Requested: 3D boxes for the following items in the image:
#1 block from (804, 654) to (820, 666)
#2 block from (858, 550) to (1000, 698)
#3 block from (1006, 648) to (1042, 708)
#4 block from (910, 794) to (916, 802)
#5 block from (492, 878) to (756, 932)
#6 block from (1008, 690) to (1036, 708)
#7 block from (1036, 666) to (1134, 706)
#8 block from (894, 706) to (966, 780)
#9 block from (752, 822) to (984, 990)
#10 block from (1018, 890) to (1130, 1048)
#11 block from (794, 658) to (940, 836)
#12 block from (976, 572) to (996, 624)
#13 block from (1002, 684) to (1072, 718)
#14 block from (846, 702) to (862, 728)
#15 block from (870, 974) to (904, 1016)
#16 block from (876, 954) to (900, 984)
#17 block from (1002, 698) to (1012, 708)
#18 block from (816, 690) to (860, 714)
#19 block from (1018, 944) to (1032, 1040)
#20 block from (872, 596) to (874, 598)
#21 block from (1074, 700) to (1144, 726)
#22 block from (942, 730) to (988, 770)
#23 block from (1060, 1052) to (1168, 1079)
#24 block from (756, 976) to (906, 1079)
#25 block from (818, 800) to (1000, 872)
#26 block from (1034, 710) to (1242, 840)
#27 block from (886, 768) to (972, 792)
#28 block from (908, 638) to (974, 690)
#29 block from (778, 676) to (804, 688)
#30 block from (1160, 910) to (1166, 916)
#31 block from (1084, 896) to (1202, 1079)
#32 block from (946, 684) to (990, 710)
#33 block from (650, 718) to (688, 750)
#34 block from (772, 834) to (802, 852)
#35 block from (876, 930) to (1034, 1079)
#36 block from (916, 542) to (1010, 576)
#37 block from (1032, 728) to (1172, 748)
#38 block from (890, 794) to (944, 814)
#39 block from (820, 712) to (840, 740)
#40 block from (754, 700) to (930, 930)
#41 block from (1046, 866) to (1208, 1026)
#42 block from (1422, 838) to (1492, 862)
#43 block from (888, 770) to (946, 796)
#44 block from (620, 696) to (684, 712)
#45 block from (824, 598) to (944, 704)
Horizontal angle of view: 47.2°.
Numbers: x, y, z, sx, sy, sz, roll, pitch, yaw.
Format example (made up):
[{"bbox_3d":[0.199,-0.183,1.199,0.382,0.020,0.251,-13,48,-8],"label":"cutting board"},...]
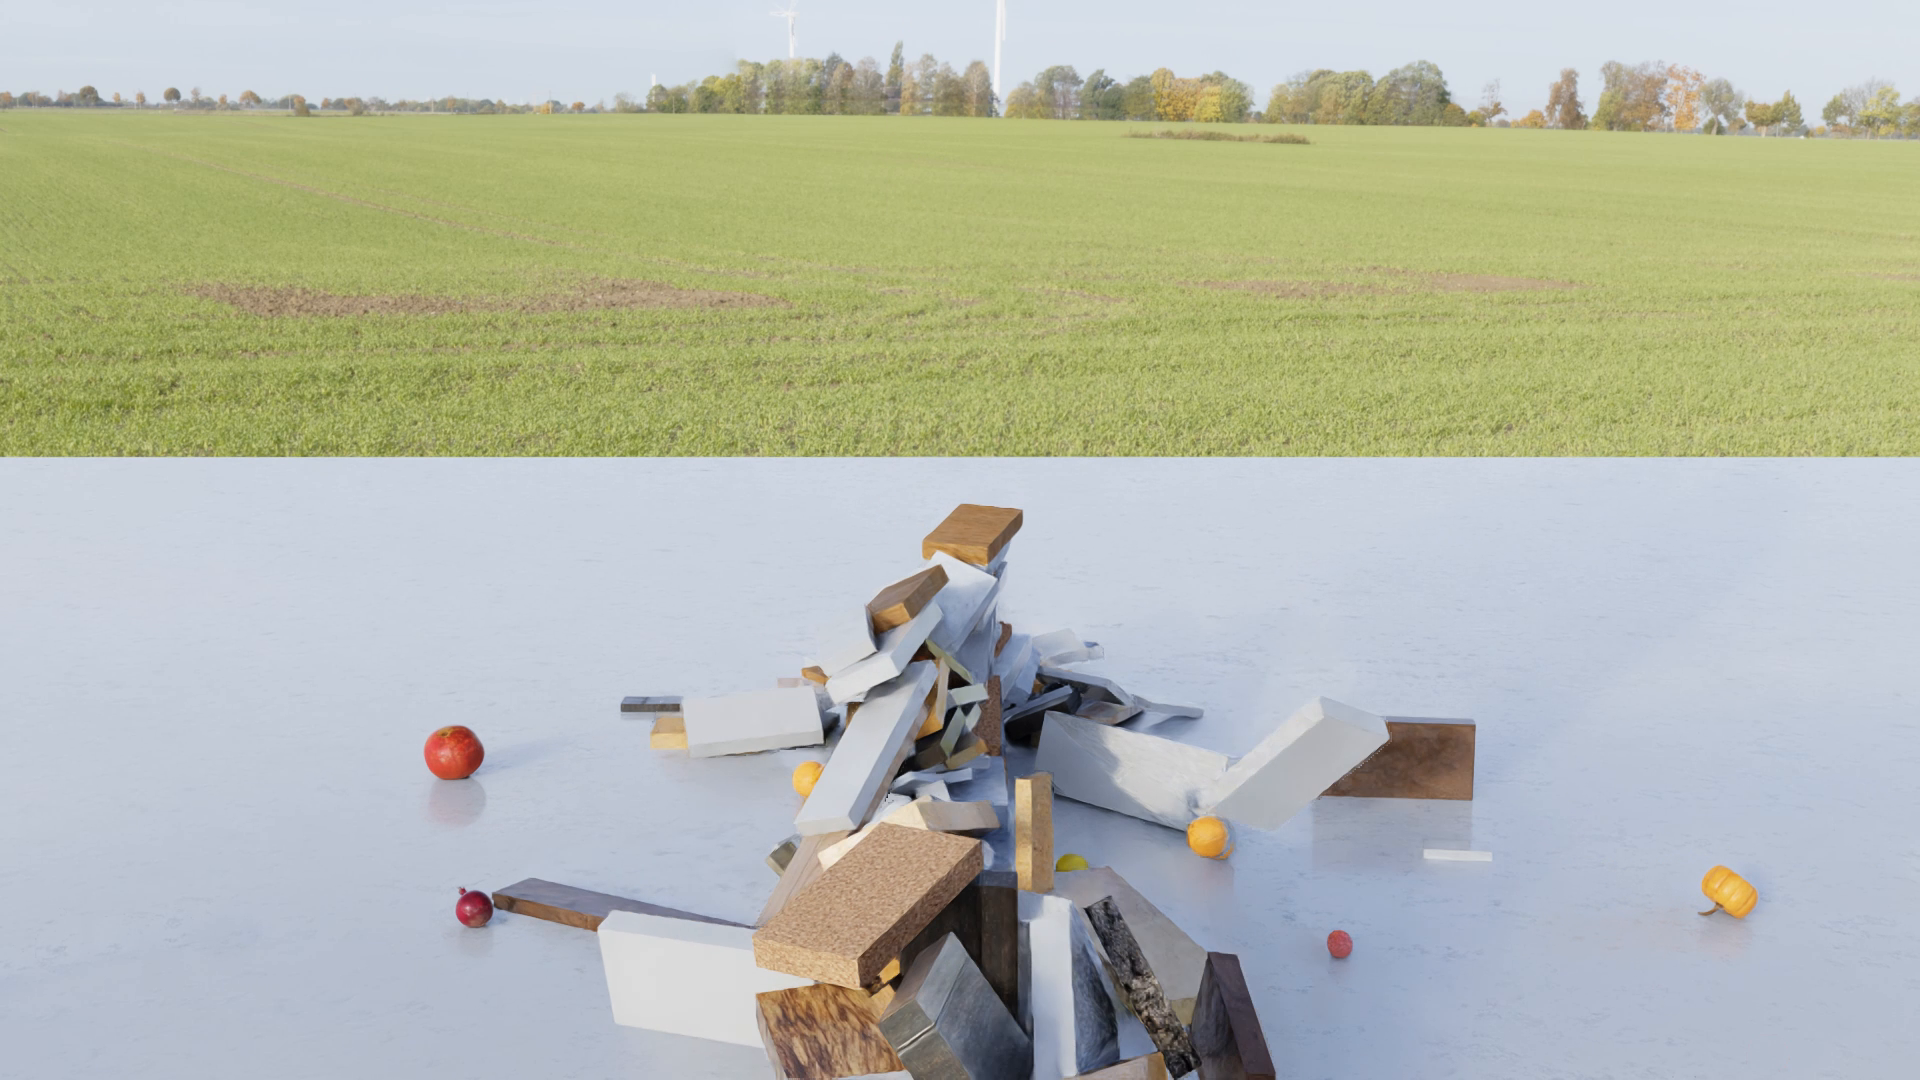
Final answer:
[{"bbox_3d":[-0.306,0.293,5.218,0.066,0.019,0.131,-8,13,-38],"label":"block"},{"bbox_3d":[-0.069,0.177,4.116,0.136,0.319,0.039,26,-24,22],"label":"block"},{"bbox_3d":[0.098,0.265,4.703,0.130,0.037,0.306,31,15,-2],"label":"block"},{"bbox_3d":[-0.048,0.422,3.503,0.050,0.014,0.100,-19,15,-4],"label":"block"},{"bbox_3d":[-0.525,0.606,3.513,0.502,0.026,0.092,6,11,30],"label":"block"},{"bbox_3d":[0.117,0.359,4.715,0.097,0.014,0.049,-38,-2,19],"label":"block"},{"bbox_3d":[0.259,0.316,4.801,0.071,0.020,0.355,41,-15,-22],"label":"block"},{"bbox_3d":[-0.055,0.339,3.660,0.102,0.029,0.203,-26,8,14],"label":"block"},{"bbox_3d":[-0.110,0.451,2.741,0.150,0.043,0.301,6,24,30],"label":"block"},{"bbox_3d":[0.116,0.579,2.995,0.153,0.307,0.043,7,51,28],"label":"block"},{"bbox_3d":[-0.146,0.329,3.528,0.105,0.030,0.369,-13,31,33],"label":"block"},{"bbox_3d":[-0.004,0.104,4.265,0.110,0.031,0.220,4,23,10],"label":"block"},{"bbox_3d":[0.161,0.339,4.620,0.154,0.014,0.049,-21,0,-1],"label":"block"},{"bbox_3d":[-0.163,0.395,4.602,0.149,0.042,0.299,0,11,-2],"label":"block"},{"bbox_3d":[-0.058,0.539,2.473,0.026,0.092,0.185,-34,-7,-2],"label":"block"},{"bbox_3d":[-0.097,0.561,3.189,0.164,0.046,0.328,-33,10,26],"label":"block"},{"bbox_3d":[0.104,0.352,4.906,0.057,0.016,0.114,-1,11,-6],"label":"block"},{"bbox_3d":[-0.180,0.300,4.684,0.273,0.039,0.136,-23,-2,31],"label":"block"},{"bbox_3d":[0.069,0.627,2.937,0.054,0.189,0.015,15,23,30],"label":"block"},{"bbox_3d":[-0.094,0.166,4.053,0.105,0.030,0.211,-17,43,3],"label":"block"},{"bbox_3d":[0.319,0.366,4.690,0.075,0.021,0.337,7,5,18],"label":"block"},{"bbox_3d":[-0.001,0.354,3.718,0.072,0.020,0.144,-28,7,-7],"label":"block"},{"bbox_3d":[0.170,0.637,2.375,0.038,0.135,0.355,-16,-13,17],"label":"block"},{"bbox_3d":[-0.129,0.595,2.489,0.150,0.043,0.301,-6,19,-15],"label":"block"},{"bbox_3d":[-0.070,0.454,3.336,0.164,0.046,0.422,-29,-13,10],"label":"block"},{"bbox_3d":[0.321,0.433,4.090,0.448,0.149,0.042,11,-1,45],"label":"block"},{"bbox_3d":[-0.051,0.396,3.629,0.129,0.018,0.064,-6,-4,-33],"label":"block"},{"bbox_3d":[-0.067,0.236,3.860,0.110,0.031,0.220,-25,-27,12],"label":"block"},{"bbox_3d":[-0.386,0.334,5.004,0.057,0.016,0.114,-1,11,-4],"label":"block"},{"bbox_3d":[0.280,0.612,3.503,0.059,0.017,0.117,5,12,26],"label":"block"},{"bbox_3d":[0.221,0.543,2.691,0.038,0.135,0.269,-28,11,-1],"label":"block"},{"bbox_3d":[-0.027,0.290,3.839,0.102,0.029,0.235,-26,-7,12],"label":"block"},{"bbox_3d":[-0.515,0.403,4.581,0.242,0.034,0.121,0,11,1],"label":"block"},{"bbox_3d":[-0.256,0.544,3.674,0.116,0.016,0.058,43,29,19],"label":"block"},{"bbox_3d":[0.003,0.547,2.406,0.049,0.173,0.346,-36,-2,6],"label":"block"},{"bbox_3d":[0.008,0.037,4.332,0.130,0.037,0.261,5,18,12],"label":"block"},{"bbox_3d":[0.290,0.416,4.507,0.261,0.037,0.131,9,14,39],"label":"block"},{"bbox_3d":[-0.060,0.414,3.343,0.064,0.018,0.179,-27,-13,2],"label":"block"},{"bbox_3d":[-0.309,0.394,4.663,0.075,0.021,0.150,2,11,11],"label":"block"},{"bbox_3d":[-0.178,0.428,3.453,0.093,0.026,0.497,-13,31,34],"label":"block"},{"bbox_3d":[0.256,0.614,3.351,0.153,0.043,0.491,-4,14,-20],"label":"block"},{"bbox_3d":[0.874,0.545,3.867,0.117,0.017,0.058,2,11,9],"label":"block"},{"bbox_3d":[-0.069,0.393,3.535,0.050,0.014,0.100,-32,-26,23],"label":"block"},{"bbox_3d":[-0.677,0.362,4.846,0.131,0.019,0.066,0,11,0],"label":"block"},{"bbox_3d":[-0.124,0.183,3.702,0.121,0.034,0.359,-25,8,16],"label":"block"}]
